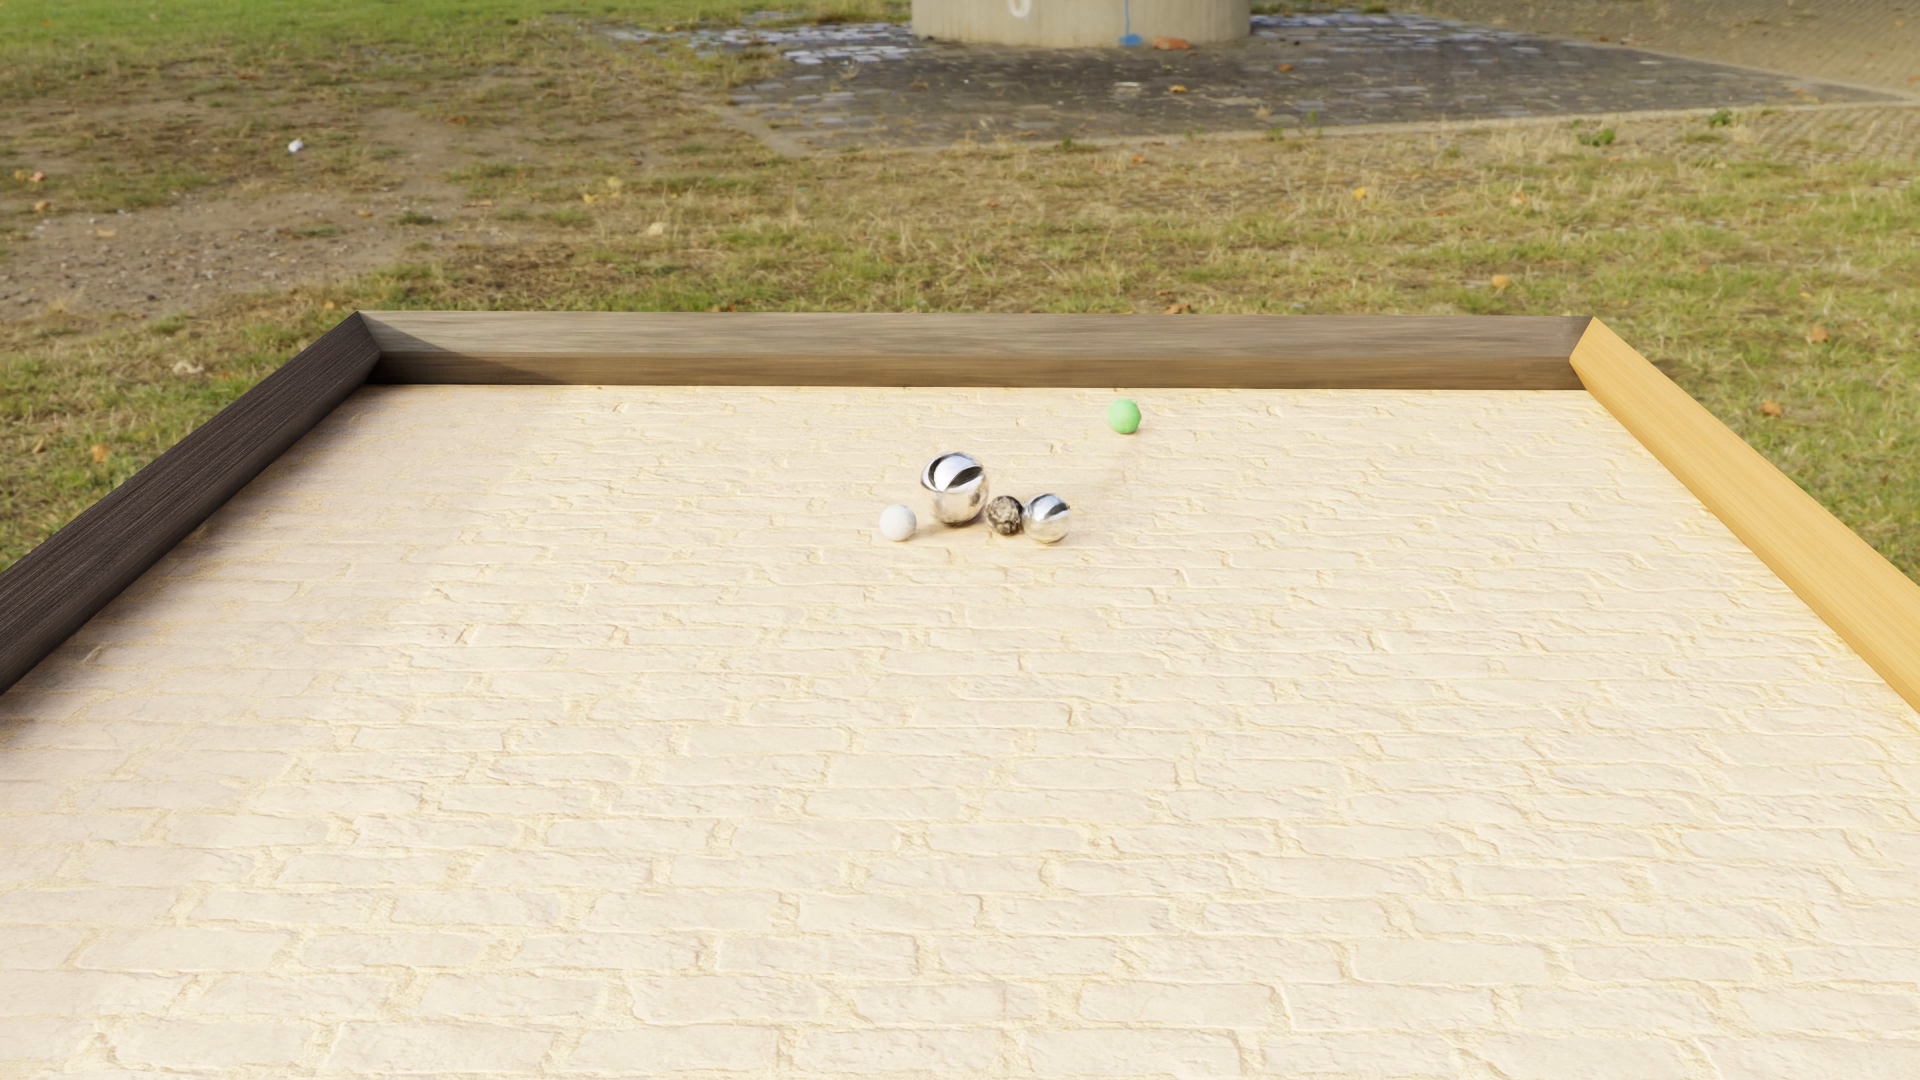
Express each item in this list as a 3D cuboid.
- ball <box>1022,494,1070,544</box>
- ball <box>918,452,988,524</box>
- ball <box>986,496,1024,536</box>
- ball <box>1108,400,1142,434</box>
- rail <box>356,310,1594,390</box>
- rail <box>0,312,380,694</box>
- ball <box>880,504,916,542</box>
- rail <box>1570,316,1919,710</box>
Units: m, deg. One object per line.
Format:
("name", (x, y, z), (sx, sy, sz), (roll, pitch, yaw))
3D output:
("ball", (0.107, -0.027, 2.734), (0.061, 0.061, 0.061), (0, 18, 0))
("ball", (-0.009, -0.066, 2.806), (0.091, 0.091, 0.091), (0, 18, 0))
("ball", (0.057, -0.031, 2.765), (0.050, 0.050, 0.050), (0, 18, 0))
("ball", (0.241, -0.181, 3.231), (0.050, 0.050, 0.050), (0, 18, 0))
("rail", (0.019, -0.294, 3.463), (1.954, 0.118, 0.045), (0, 18, 1))
("rail", (-0.972, 0.237, 1.823), (0.045, 0.118, 3.538), (0, 18, 1))
("ball", (-0.077, -0.022, 2.742), (0.047, 0.047, 0.047), (0, 18, 0))
("rail", (0.934, 0.249, 1.784), (0.045, 0.118, 3.538), (0, 18, 1))
